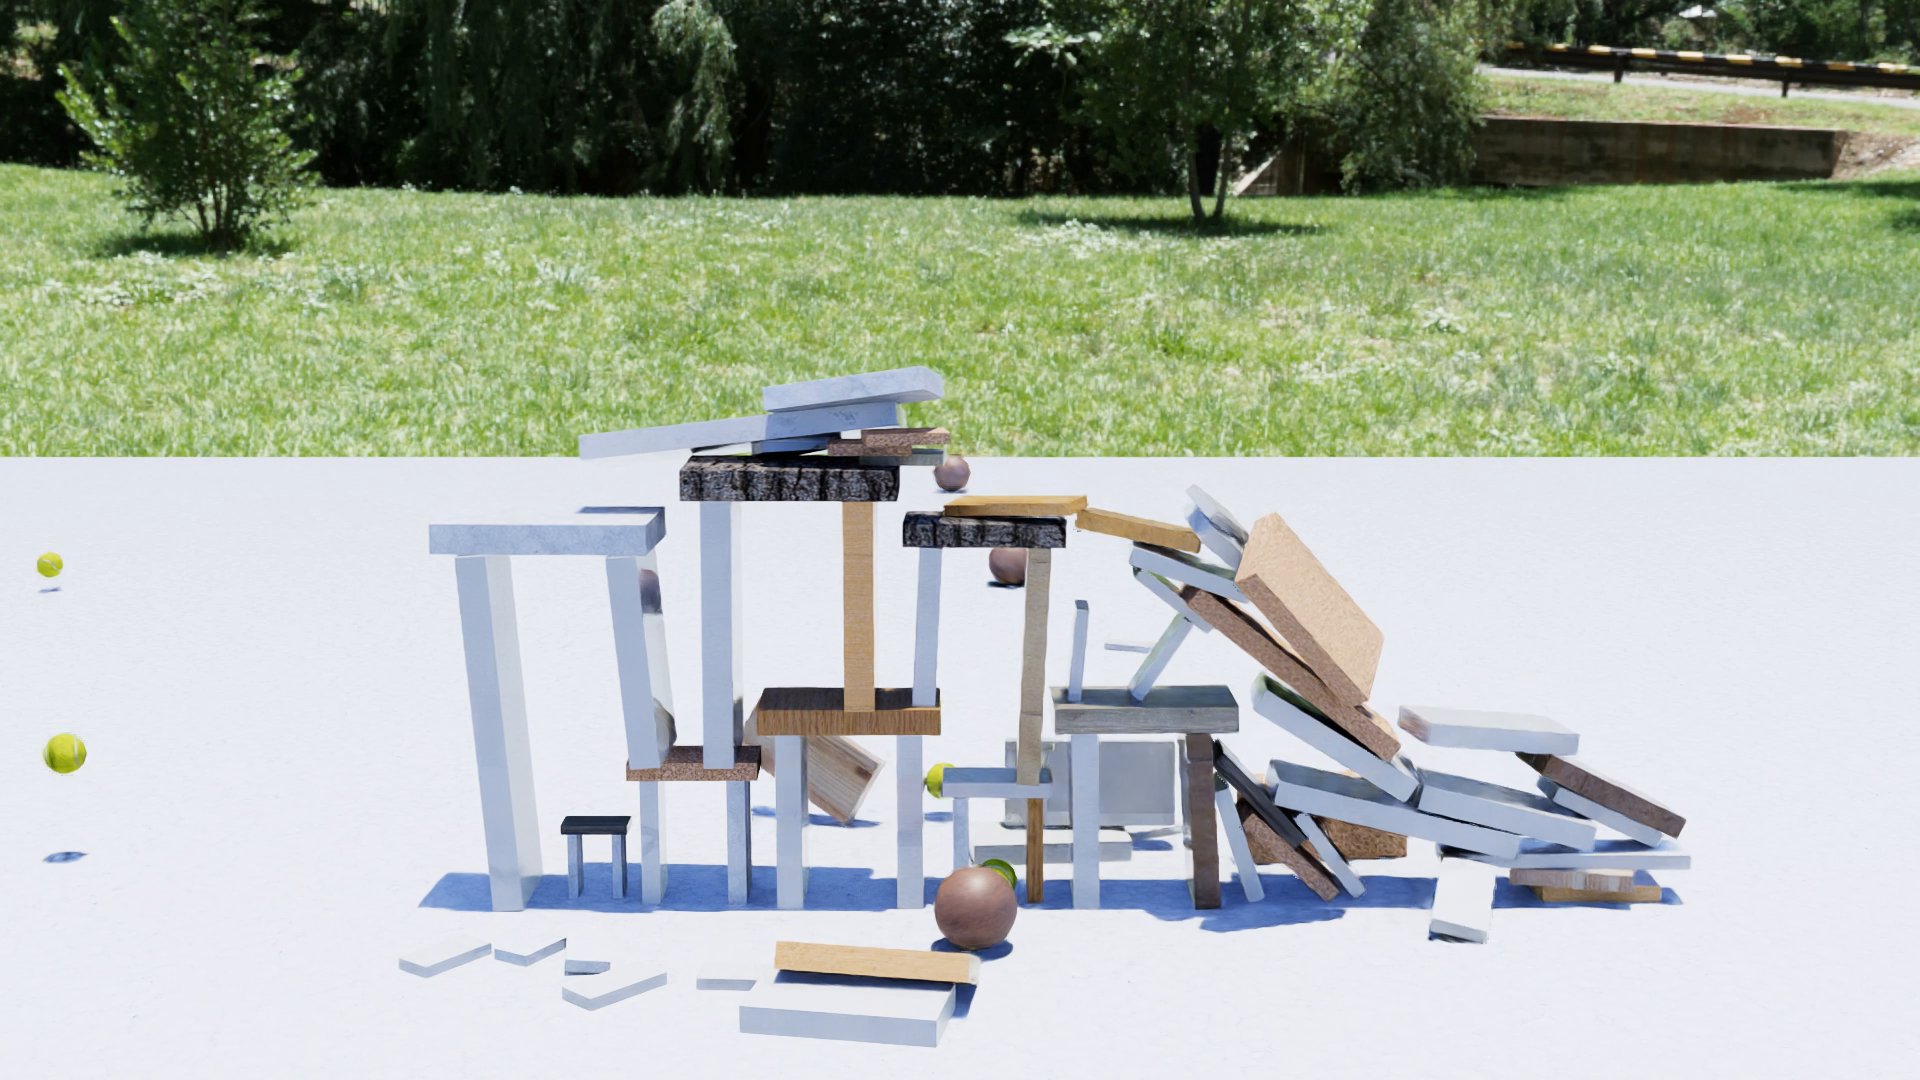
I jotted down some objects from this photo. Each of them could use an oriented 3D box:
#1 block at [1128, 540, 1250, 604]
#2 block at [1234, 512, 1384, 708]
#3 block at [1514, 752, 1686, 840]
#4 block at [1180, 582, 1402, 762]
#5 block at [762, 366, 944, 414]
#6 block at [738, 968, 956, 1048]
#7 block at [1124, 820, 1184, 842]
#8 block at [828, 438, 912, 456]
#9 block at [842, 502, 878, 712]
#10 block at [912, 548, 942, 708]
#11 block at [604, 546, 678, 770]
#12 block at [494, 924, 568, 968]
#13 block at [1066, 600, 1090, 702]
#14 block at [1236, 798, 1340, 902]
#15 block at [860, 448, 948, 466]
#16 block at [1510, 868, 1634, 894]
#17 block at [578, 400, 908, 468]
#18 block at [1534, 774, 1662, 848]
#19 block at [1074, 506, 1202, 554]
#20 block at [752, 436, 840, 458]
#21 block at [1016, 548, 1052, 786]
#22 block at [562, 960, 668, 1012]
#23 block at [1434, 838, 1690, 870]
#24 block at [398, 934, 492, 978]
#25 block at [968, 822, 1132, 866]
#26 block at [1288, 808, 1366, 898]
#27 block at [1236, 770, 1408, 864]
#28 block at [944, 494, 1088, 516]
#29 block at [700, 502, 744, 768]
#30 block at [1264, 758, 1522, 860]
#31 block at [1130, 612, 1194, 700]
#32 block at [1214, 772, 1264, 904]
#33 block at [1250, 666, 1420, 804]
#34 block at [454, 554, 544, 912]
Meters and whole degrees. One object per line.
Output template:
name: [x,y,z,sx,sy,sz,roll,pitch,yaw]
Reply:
block: [0.370,0.047,3.538,0.203,0.029,0.101,19,12,0]
block: [0.559,0.111,3.493,0.042,0.299,0.149,-26,27,39]
block: [1.066,0.412,3.663,0.261,0.037,0.131,25,6,-9]
block: [0.539,0.204,3.590,0.420,0.037,0.131,38,10,-7]
block: [-0.169,-0.235,3.510,0.262,0.037,0.131,-7,-4,13]
block: [-0.159,0.667,3.142,0.284,0.040,0.142,2,11,10]
block: [0.343,0.524,3.983,0.112,0.016,0.056,-5,12,-27]
block: [-0.144,-0.148,3.507,0.133,0.019,0.067,0,11,-1]
block: [-0.161,0.092,3.574,0.048,0.342,0.171,0,11,0]
block: [-0.052,0.129,3.591,0.037,0.261,0.130,3,11,0]
block: [-0.518,0.182,3.583,0.049,0.346,0.173,-5,10,3]
block: [-0.655,0.628,3.414,0.064,0.018,0.128,6,12,30]
block: [0.192,0.180,3.598,0.022,0.152,0.076,5,11,-1]
block: [0.543,0.513,3.657,0.199,0.028,0.099,42,7,-7]
block: [-0.091,-0.134,3.535,0.134,0.019,0.067,1,11,5]
block: [1.016,0.550,3.651,0.195,0.028,0.098,2,10,17]
block: [-0.351,-0.172,3.597,0.518,0.040,0.142,-6,-4,5]
block: [1.066,0.450,3.672,0.195,0.028,0.098,25,7,-6]
block: [0.289,-0.017,3.543,0.202,0.029,0.101,12,6,5]
block: [-0.266,-0.151,3.582,0.133,0.019,0.067,-4,-4,-21]
block: [0.120,0.194,3.599,0.037,0.391,0.131,3,11,1]
block: [-0.510,0.658,3.249,0.068,0.019,0.142,10,14,42]
block: [0.999,0.521,3.657,0.402,0.025,0.087,0,9,4]
block: [-0.788,0.637,3.368,0.064,0.018,0.128,8,13,36]
block: [0.155,0.532,3.879,0.276,0.037,0.131,-1,11,-6]
block: [0.608,0.509,3.662,0.025,0.175,0.087,-37,10,6]
block: [0.633,0.482,3.836,0.299,0.149,0.042,-1,14,-8]
block: [0.089,-0.056,3.546,0.227,0.019,0.067,0,13,28]
block: [-0.387,0.138,3.580,0.048,0.436,0.171,0,11,0]
block: [0.714,0.445,3.649,0.404,0.041,0.146,13,10,0]
block: [0.329,0.187,3.595,0.022,0.152,0.076,33,10,-3]
block: [0.457,0.492,3.654,0.028,0.199,0.099,-18,10,3]
block: [0.618,0.321,3.644,0.292,0.041,0.146,31,13,-1]
block: [-0.755,0.300,3.613,0.049,0.589,0.173,-4,11,1]
